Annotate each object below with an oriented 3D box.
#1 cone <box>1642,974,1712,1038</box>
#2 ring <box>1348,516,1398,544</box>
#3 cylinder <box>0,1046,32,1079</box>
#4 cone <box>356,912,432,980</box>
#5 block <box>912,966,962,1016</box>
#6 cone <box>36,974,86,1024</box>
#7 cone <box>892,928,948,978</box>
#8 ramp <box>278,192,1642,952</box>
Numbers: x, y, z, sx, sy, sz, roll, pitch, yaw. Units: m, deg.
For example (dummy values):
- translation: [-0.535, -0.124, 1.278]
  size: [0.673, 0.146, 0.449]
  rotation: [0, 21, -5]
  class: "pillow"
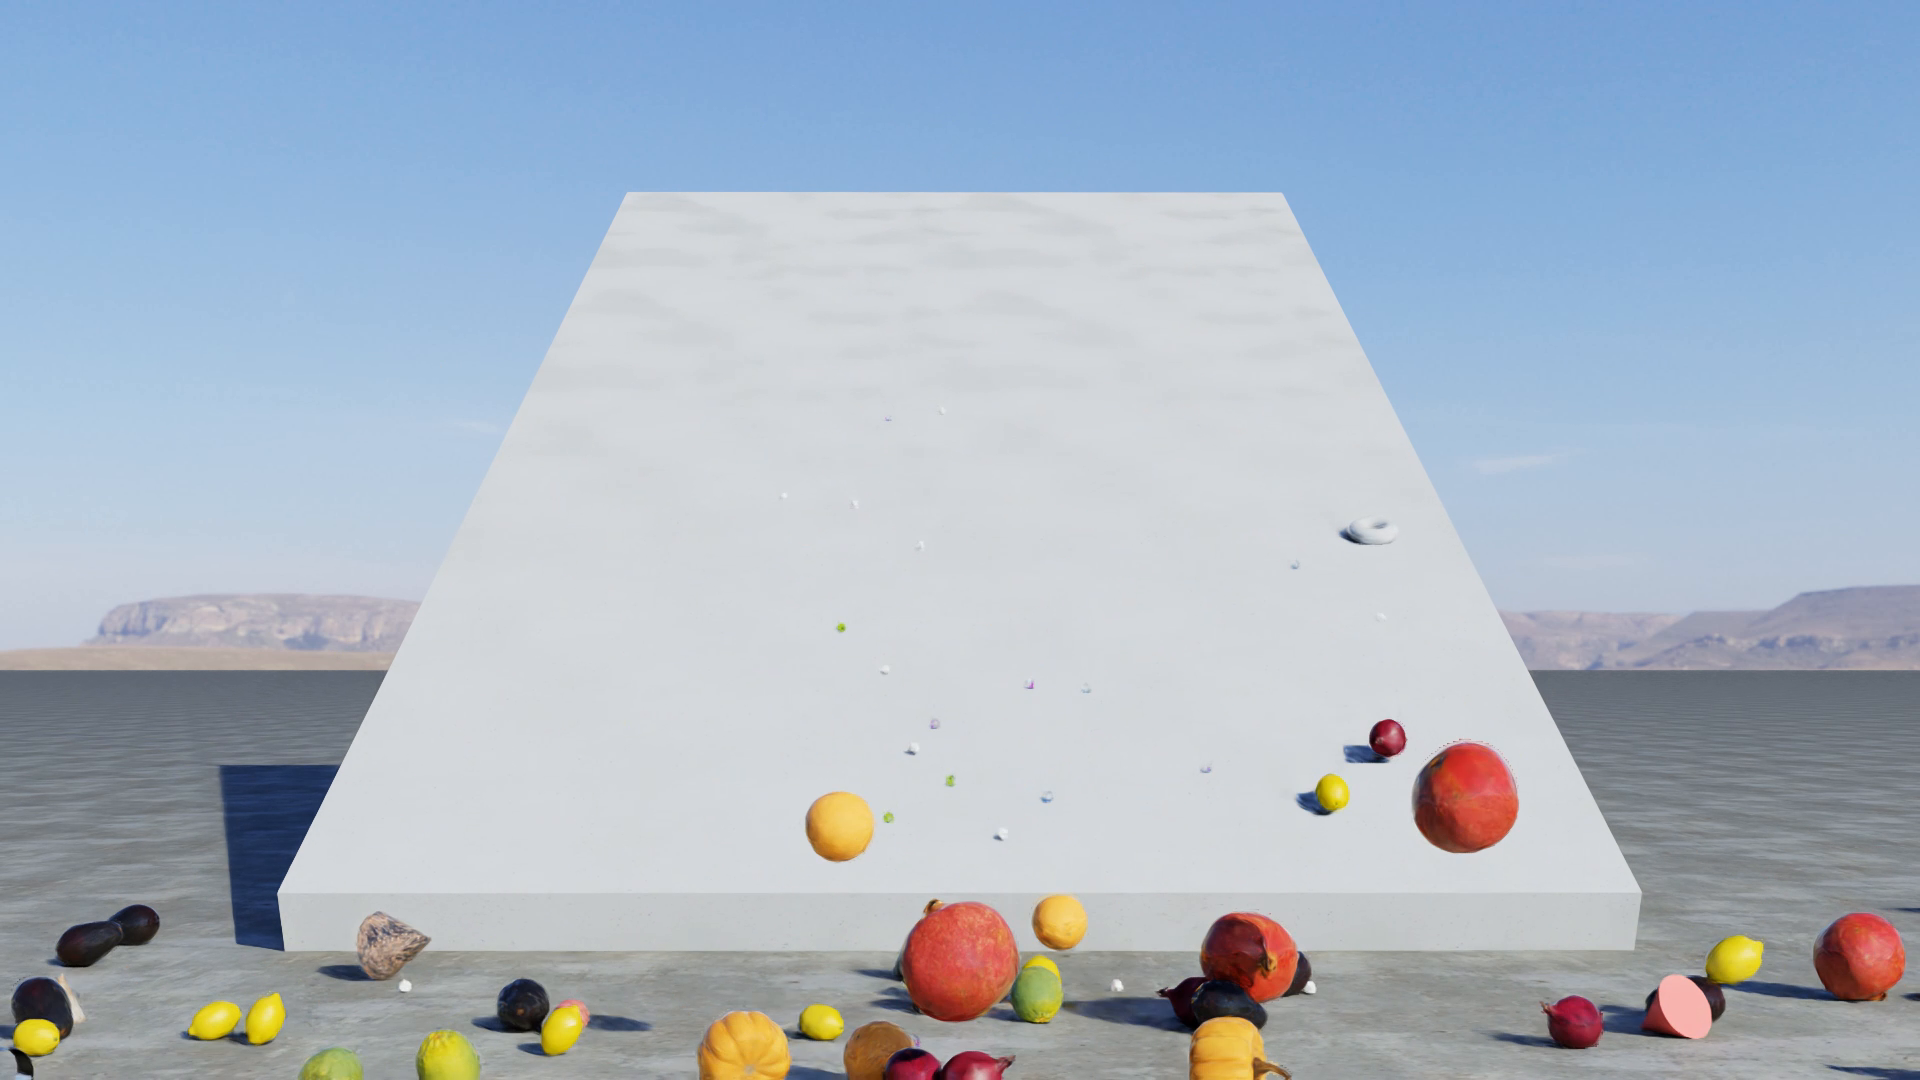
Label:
- translation: [0.811, 0.551, 2.673]
  size: [0.077, 0.077, 0.077]
  rotation: [2, -31, -31]
  class: "cone"
- translation: [0.821, -0.019, 4.604]
  size: [0.098, 0.033, 0.098]
  rotation: [-1, 24, 1]
  class: "ring"
- translation: [-0.943, 0.520, 2.261]
  size: [0.052, 0.052, 0.052]
  rotation: [-2, -4, 39]
  class: "cylinder"
- translation: [-0.740, 0.538, 3.094]
  size: [0.092, 0.092, 0.092]
  rotation: [-12, -9, 29]
  class: "cone"
- translation: [-0.028, 0.551, 2.830]
  size: [0.052, 0.052, 0.052]
  rotation: [1, -3, -11]
  class: "block"
- translation: [-1.071, 0.544, 2.759]
  size: [0.058, 0.058, 0.058]
  rotation: [0, -3, 0]
  class: "cone"
- translation: [-0.070, 0.576, 3.137]
  size: [0.076, 0.076, 0.076]
  rotation: [3, -31, -45]
  class: "cone"
- translation: [-0.007, -0.226, 5.250]
  size: [2.000, 0.100, 4.000]
  rotation: [0, 23, 0]
  class: "ramp"
